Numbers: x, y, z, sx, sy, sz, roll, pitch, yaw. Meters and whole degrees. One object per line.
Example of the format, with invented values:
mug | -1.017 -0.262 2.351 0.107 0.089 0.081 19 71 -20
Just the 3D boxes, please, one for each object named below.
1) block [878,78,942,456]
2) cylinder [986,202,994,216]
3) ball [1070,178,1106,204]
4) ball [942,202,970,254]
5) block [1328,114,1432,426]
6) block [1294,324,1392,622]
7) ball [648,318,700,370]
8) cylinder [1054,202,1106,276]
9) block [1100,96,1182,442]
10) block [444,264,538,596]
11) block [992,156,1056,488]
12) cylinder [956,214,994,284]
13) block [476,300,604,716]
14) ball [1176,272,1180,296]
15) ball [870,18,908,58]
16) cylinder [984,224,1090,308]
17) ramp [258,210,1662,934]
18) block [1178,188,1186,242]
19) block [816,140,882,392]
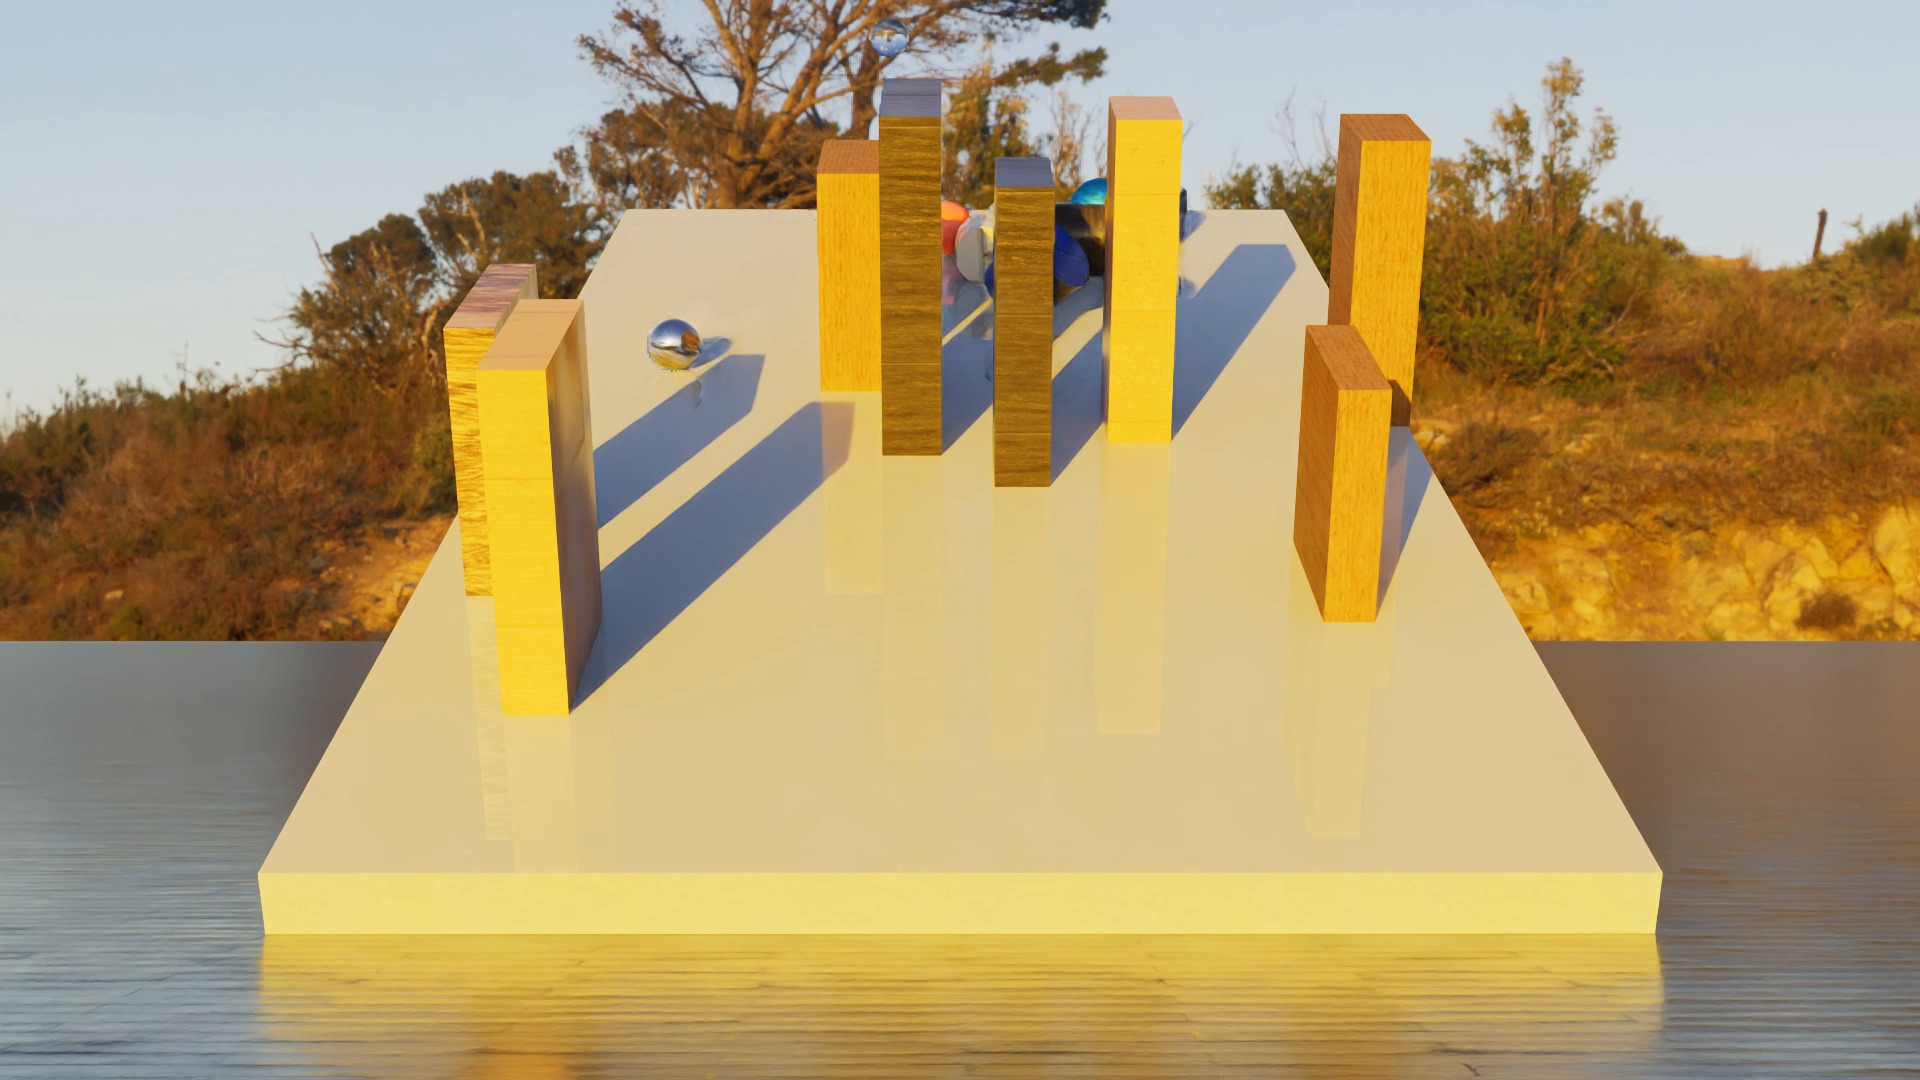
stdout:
block | -0.103 -0.596 4.967 0.127 0.727 0.420 0 22 0
cylinder | 0.149 -0.880 6.452 0.156 0.156 0.156 0 22 1
ball | 0.399 -0.929 6.481 0.188 0.188 0.188 0 -2 0
ball | -0.038 -0.882 6.468 0.147 0.147 0.147 0 -2 0
block | 0.925 -0.603 5.109 0.147 0.638 0.292 0 22 0
block | 0.694 -0.128 4.190 0.092 0.435 0.393 0 22 0
ball | -0.679 -0.466 5.454 0.122 0.122 0.122 0 -2 0
cylinder | 0.320 -0.817 6.237 0.197 0.197 0.197 1 -2 2
block | 0.390 -0.586 4.974 0.136 0.705 0.254 0 22 0
block | -0.860 -0.215 4.303 0.088 0.508 0.438 0 22 0
block | 0.128 -0.452 4.740 0.114 0.627 0.275 0 22 0
cylinder | 0.066 -0.790 6.224 0.158 0.158 0.158 0 22 0
block | -0.691 -0.061 3.809 0.107 0.588 0.397 0 22 0
ball | 0.479 -0.660 5.885 0.169 0.169 0.169 0 -2 0
ball | -0.207 -1.468 6.701 0.114 0.114 0.114 0 -2 0
cylinder | 0.193 -0.671 5.764 0.187 0.187 0.187 2 -28 -45
ramp | -0.006 -0.219 5.139 2.000 0.100 4.000 0 22 0
block | 0.544 -0.939 6.607 0.152 0.152 0.152 -14 26 -31
block | -0.252 -0.651 5.397 0.142 0.510 0.372 0 22 0
